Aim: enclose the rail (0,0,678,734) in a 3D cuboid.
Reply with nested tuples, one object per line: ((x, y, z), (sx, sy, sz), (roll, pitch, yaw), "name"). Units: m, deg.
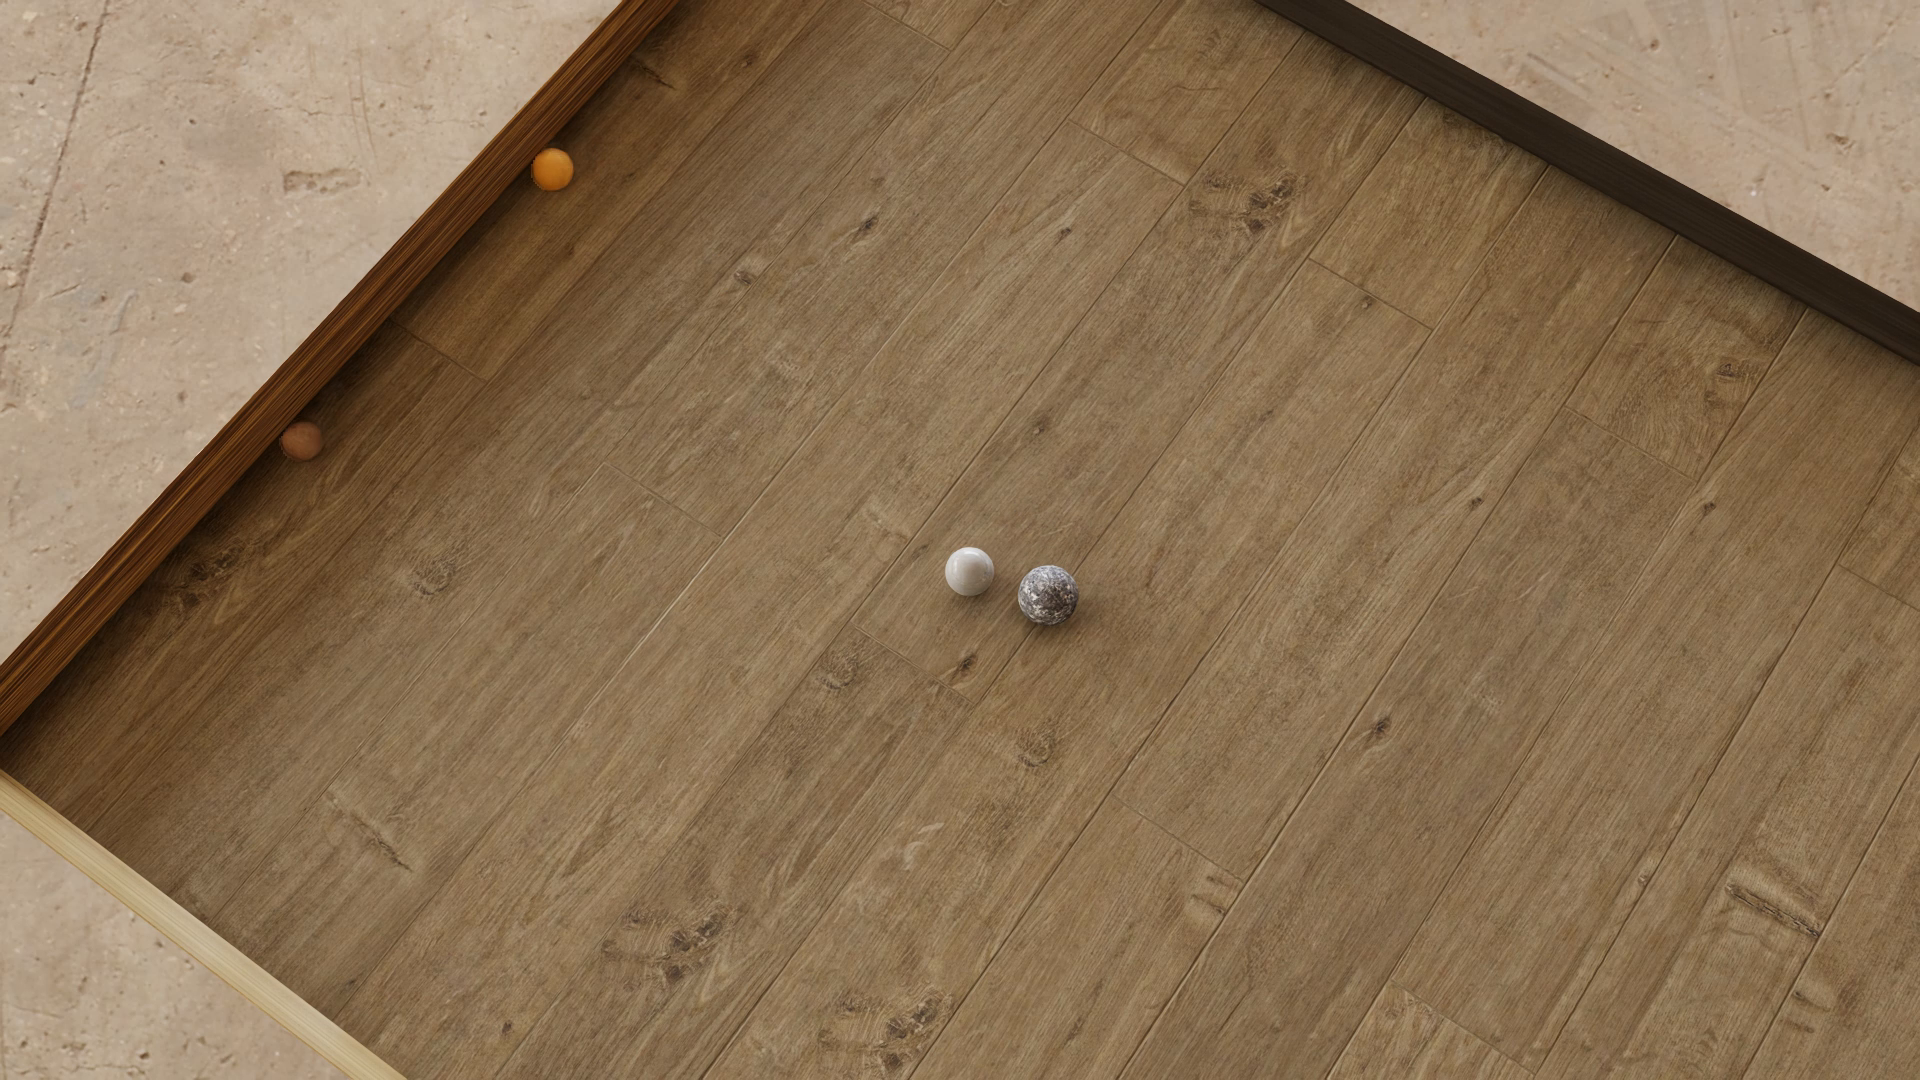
((-0.848, -0.552, 3.751), (0.045, 0.126, 2.411), (33, 70, 13), "rail")

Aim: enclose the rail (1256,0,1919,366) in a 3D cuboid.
((1.545, -0.340, 3.657), (4.234, 0.126, 0.045), (33, 70, 13), "rail")

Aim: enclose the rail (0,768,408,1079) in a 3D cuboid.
((0.189, 1.430, 2.872), (4.234, 0.126, 0.045), (33, 70, 13), "rail")

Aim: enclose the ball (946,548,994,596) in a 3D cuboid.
((0.015, 0.050, 3.510), (0.079, 0.079, 0.079), (0, 66, 0), "ball")

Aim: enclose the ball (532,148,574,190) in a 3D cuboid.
((-0.707, -0.645, 3.822), (0.072, 0.072, 0.072), (0, 66, 0), "ball")

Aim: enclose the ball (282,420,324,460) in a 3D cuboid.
((-1.080, -0.164, 3.612), (0.066, 0.066, 0.066), (0, 66, 0), "ball")

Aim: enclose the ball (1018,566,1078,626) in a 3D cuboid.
((0.140, 0.088, 3.484), (0.097, 0.097, 0.097), (0, 66, 0), "ball")
